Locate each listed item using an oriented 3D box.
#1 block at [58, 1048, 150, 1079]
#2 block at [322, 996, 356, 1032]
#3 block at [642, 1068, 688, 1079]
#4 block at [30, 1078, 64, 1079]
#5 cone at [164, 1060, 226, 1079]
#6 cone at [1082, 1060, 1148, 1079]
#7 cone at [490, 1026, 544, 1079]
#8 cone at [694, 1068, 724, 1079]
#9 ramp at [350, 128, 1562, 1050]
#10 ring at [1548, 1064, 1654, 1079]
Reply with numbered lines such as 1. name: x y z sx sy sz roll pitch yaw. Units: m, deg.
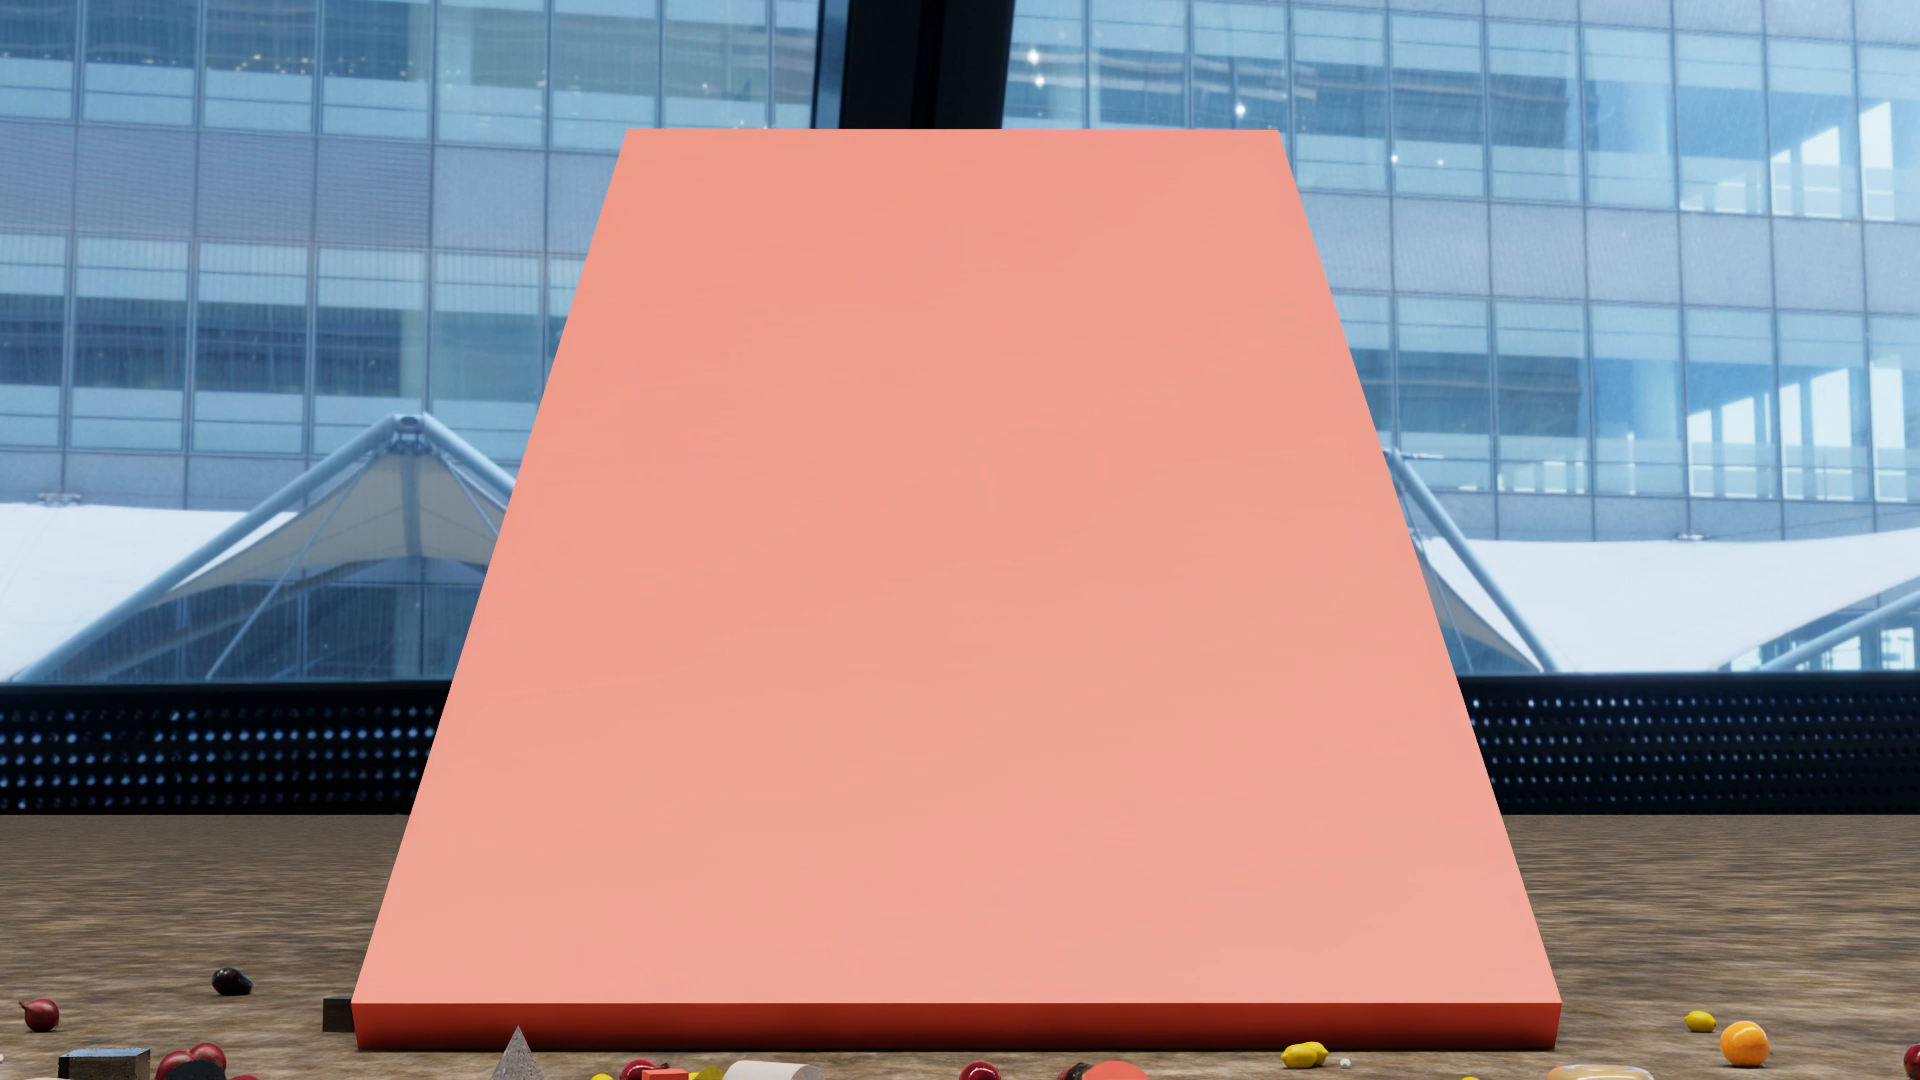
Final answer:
1. block: -1.081 0.694 3.059 0.092 0.092 0.092 1 -6 -7
2. block: -1.111 0.858 4.382 0.059 0.059 0.059 -2 -7 17
3. block: -0.391 0.731 3.210 0.052 0.052 0.052 2 -7 -18
4. block: -1.052 0.663 2.758 0.088 0.088 0.088 -4 -8 32
5. cone: -0.953 0.720 3.062 0.095 0.095 0.095 -1 -33 9
6. cone: 0.195 0.715 3.025 0.098 0.098 0.098 -1 -33 6
7. cone: -0.617 0.726 3.378 0.099 0.099 0.099 0 -6 0
8. cone: -0.328 0.753 3.287 0.057 0.057 0.057 -4 -34 29
9. ramp: -0.013 -0.206 5.749 2.000 0.100 4.000 0 30 0
10. ring: 0.871 0.742 3.293 0.148 0.049 0.148 0 -8 0
